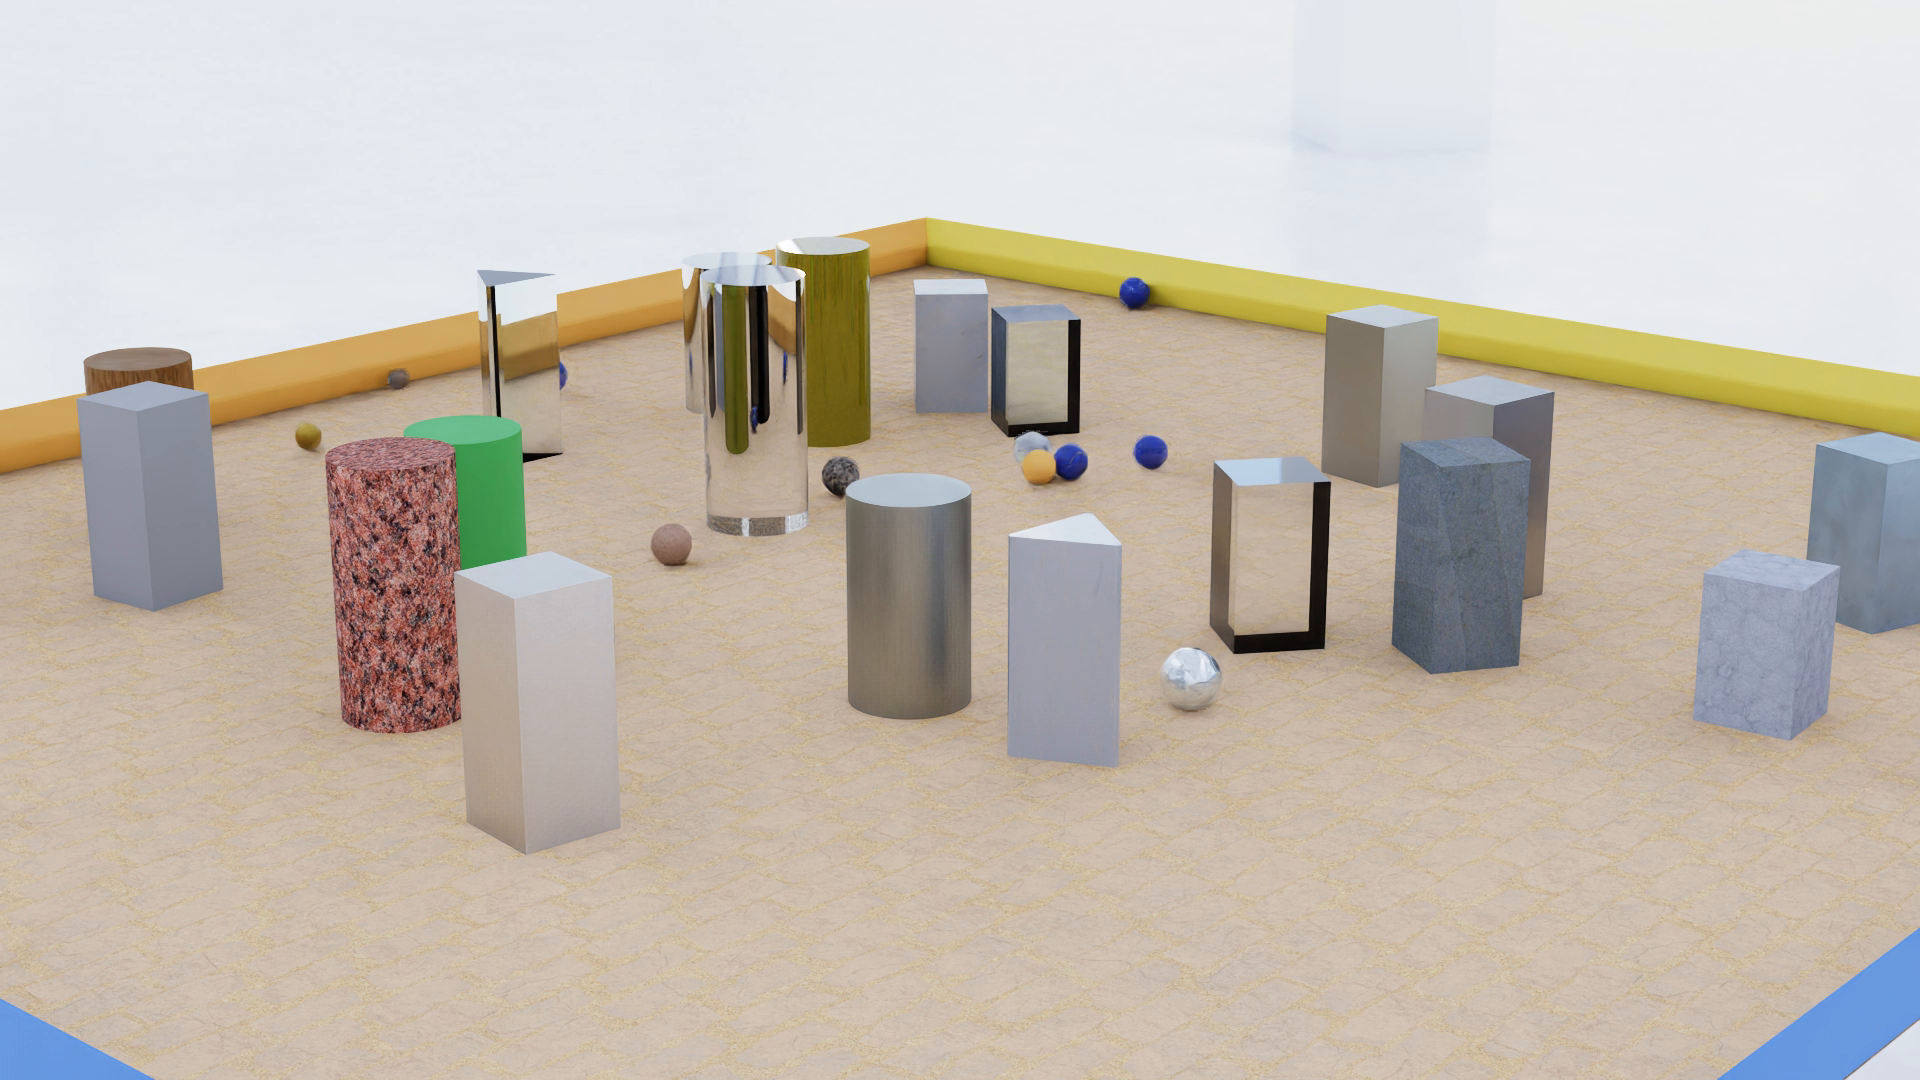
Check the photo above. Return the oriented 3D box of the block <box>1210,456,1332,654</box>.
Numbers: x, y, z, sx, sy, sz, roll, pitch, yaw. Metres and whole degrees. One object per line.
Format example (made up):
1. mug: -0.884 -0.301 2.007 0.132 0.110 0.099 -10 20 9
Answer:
1. block: 0.513 0.024 4.868 0.156 0.288 0.156 -3 17 -10

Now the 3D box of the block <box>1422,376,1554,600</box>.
1. block: 0.910 -0.083 5.090 0.156 0.365 0.156 -13 21 -37

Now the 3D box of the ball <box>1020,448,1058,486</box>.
1. ball: 0.157 -0.145 5.808 0.074 0.074 0.074 0 17 0

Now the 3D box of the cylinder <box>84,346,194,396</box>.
1. cylinder: -1.526 -0.181 5.486 0.194 0.324 0.194 0 17 0

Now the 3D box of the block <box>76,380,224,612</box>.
1. block: -1.404 -0.078 5.090 0.156 0.355 0.156 11 20 33

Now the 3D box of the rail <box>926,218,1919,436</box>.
1. rail: 1.384 -0.429 6.646 3.948 0.126 0.045 14 22 39

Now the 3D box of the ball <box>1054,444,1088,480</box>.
1. ball: 0.220 -0.156 5.840 0.071 0.071 0.071 0 17 0

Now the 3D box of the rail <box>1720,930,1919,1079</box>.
1. rail: 1.473 0.401 3.896 0.045 0.126 4.269 14 22 39

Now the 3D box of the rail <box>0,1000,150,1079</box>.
1. rail: -1.384 0.492 3.594 3.948 0.126 0.045 14 22 39

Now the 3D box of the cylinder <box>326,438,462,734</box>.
1. cylinder: -0.863 0.068 4.502 0.194 0.416 0.194 0 17 0

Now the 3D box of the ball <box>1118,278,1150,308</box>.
1. ball: 0.439 -0.621 7.369 0.079 0.079 0.079 0 17 0

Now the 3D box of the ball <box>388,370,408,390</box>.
1. ball: -1.257 -0.359 6.561 0.045 0.045 0.045 0 17 0

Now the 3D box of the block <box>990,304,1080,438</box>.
1. block: 0.160 -0.360 6.214 0.156 0.246 0.156 -4 17 -12

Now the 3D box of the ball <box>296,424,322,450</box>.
1. ball: -1.346 -0.214 6.061 0.055 0.055 0.055 0 17 0

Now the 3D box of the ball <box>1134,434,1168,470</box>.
1. ball: 0.386 -0.178 5.917 0.069 0.069 0.069 0 17 0

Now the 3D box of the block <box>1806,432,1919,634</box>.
1. block: 1.556 -0.013 4.979 0.156 0.296 0.156 -10 19 -30

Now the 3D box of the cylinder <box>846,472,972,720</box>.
1. cylinder: -0.079 0.086 4.571 0.194 0.342 0.194 0 17 0

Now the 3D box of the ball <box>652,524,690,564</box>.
1. ball: -0.521 0.007 5.296 0.069 0.069 0.069 0 17 0

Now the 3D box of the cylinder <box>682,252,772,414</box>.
1. cylinder: -0.503 -0.449 6.377 0.194 0.323 0.194 0 17 0

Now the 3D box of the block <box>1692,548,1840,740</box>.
1. block: 1.240 0.159 4.508 0.156 0.238 0.156 12 20 34

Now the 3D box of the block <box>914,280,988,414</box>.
1. block: -0.021 -0.424 6.400 0.156 0.262 0.156 -1 17 -2

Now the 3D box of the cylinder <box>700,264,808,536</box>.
1. cylinder: -0.384 -0.262 5.492 0.194 0.476 0.194 0 17 0

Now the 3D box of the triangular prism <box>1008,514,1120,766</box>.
1. triangular prism: 0.172 0.144 4.376 0.168 0.343 0.146 5 17 16

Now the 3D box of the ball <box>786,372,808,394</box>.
1. ball: -0.362 -0.349 6.520 0.049 0.049 0.049 0 17 0

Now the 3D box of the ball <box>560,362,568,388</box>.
1. ball: -0.913 -0.367 6.528 0.078 0.078 0.078 0 17 0

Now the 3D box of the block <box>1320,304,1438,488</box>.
1. block: 0.836 -0.288 5.844 0.156 0.323 0.156 -13 21 -37

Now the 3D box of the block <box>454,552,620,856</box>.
1. block: -0.585 0.224 4.067 0.156 0.369 0.156 -14 22 -38

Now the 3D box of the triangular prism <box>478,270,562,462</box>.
1. triangular prism: -0.929 -0.356 5.977 0.146 0.375 0.168 16 23 43

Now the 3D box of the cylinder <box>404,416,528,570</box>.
1. cylinder: -0.830 -0.023 4.940 0.194 0.337 0.194 0 17 0

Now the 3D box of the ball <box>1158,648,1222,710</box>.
1. ball: 0.358 0.215 4.565 0.097 0.097 0.097 0 17 0

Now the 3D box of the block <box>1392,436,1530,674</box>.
1. block: 0.813 0.023 4.770 0.156 0.347 0.156 -5 17 -15

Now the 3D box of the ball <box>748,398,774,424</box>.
1. ball: -0.425 -0.275 6.262 0.055 0.055 0.055 0 17 0

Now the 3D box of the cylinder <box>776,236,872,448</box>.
1. cylinder: -0.284 -0.415 6.119 0.194 0.406 0.194 0 17 0

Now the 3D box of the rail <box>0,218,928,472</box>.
1. rail: -1.473 -0.338 6.344 0.045 0.126 4.269 14 22 39

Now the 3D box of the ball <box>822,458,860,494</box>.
1. ball: -0.234 -0.125 5.736 0.073 0.073 0.073 0 17 0

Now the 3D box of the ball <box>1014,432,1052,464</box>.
1. ball: 0.146 -0.179 5.907 0.077 0.077 0.077 0 17 0
